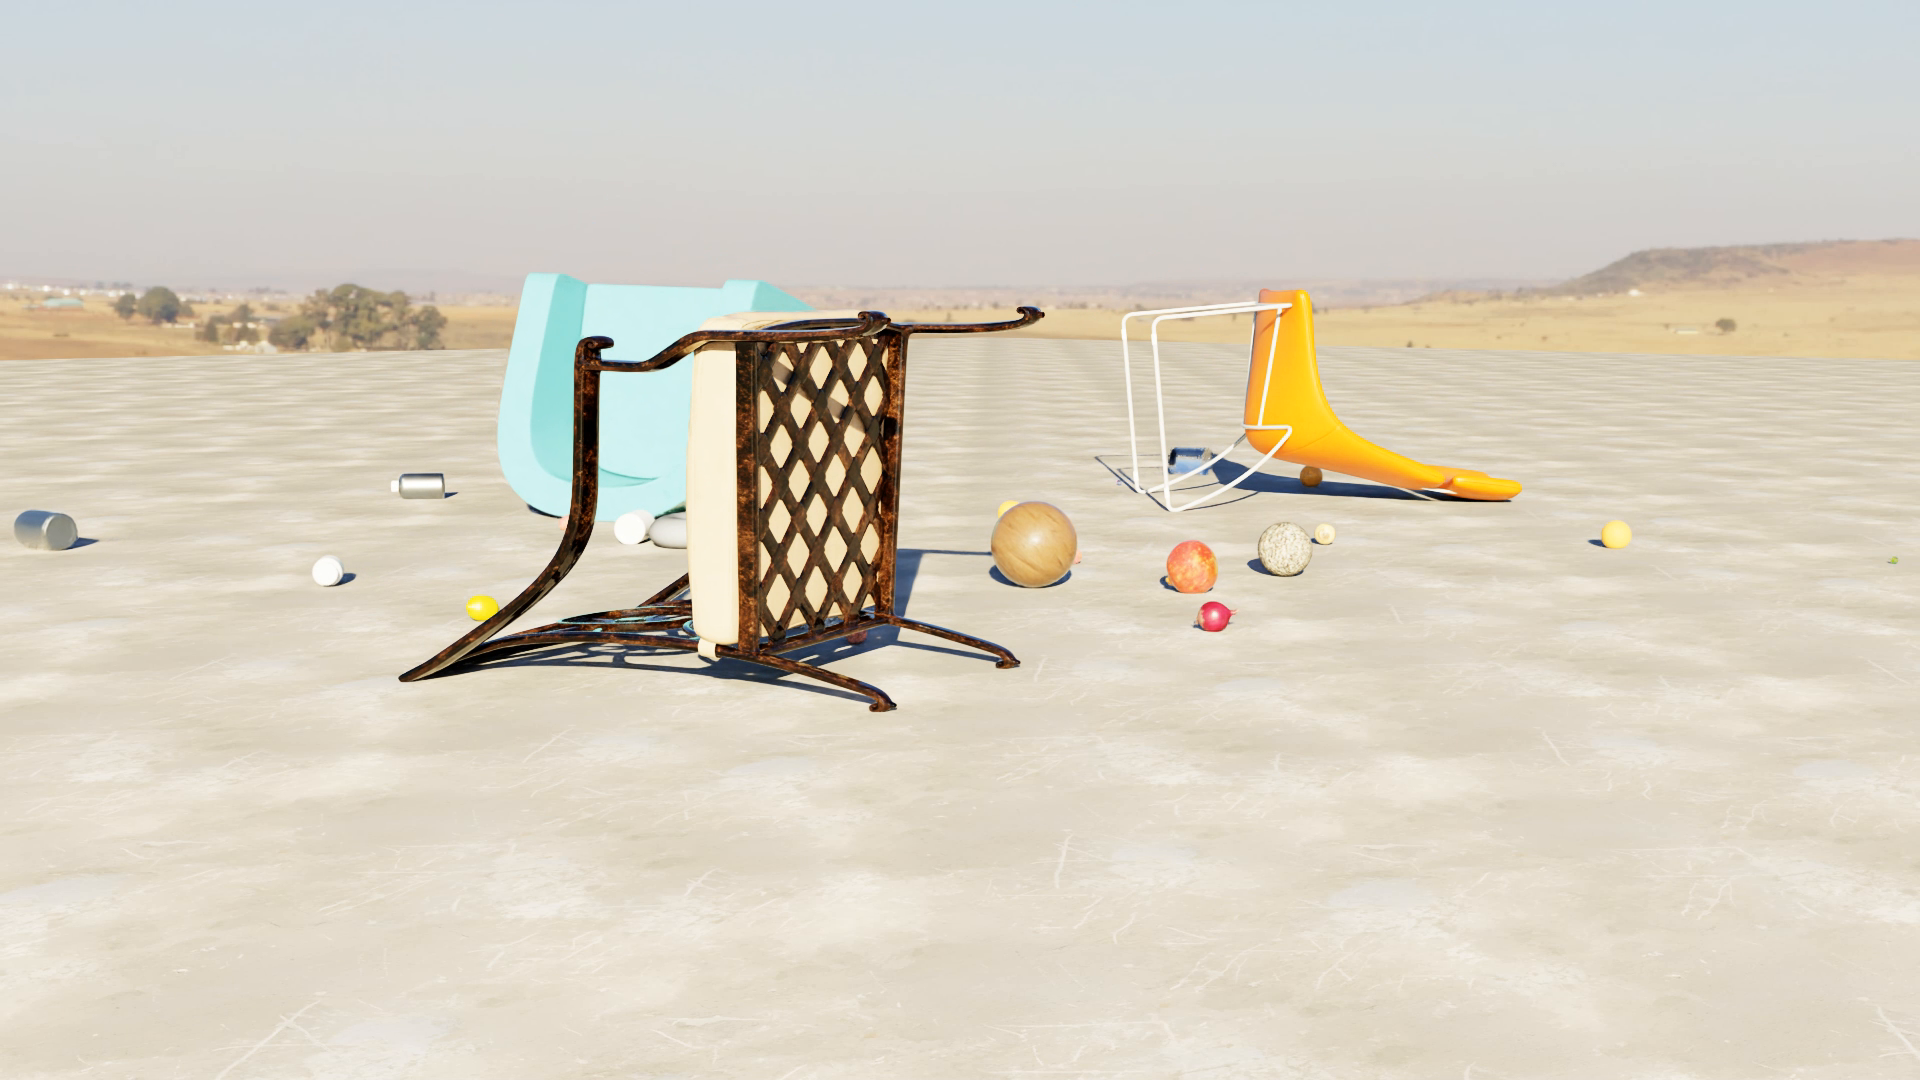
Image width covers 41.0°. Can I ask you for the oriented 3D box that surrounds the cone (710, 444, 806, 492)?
[{"bbox_3d":[-0.600,-0.184,7.841,0.299,0.148,0.162,13,30,-14],"label":"cone"}]

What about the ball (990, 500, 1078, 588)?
[{"bbox_3d":[0.157,0.009,5.427,0.185,0.185,0.185,0,6,0],"label":"ball"}]

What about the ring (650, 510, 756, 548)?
[{"bbox_3d":[-0.634,-0.027,6.328,0.233,0.073,0.350,2,7,22],"label":"ring"}]

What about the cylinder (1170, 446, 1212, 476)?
[{"bbox_3d":[0.763,-0.262,8.507,0.110,0.089,0.134,2,17,19],"label":"cylinder"}]

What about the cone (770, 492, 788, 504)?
[{"bbox_3d":[-0.532,-0.114,7.435,0.053,0.037,0.038,-25,10,-28],"label":"cone"}]

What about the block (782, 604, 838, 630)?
[{"bbox_3d":[-0.283,0.144,4.820,0.101,0.041,0.037,-2,6,-15],"label":"block"}]

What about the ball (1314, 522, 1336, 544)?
[{"bbox_3d":[0.896,-0.015,6.298,0.053,0.053,0.053,0,6,0],"label":"ball"}]

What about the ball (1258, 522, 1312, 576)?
[{"bbox_3d":[0.714,0.020,5.632,0.120,0.120,0.120,0,6,0],"label":"ball"}]
